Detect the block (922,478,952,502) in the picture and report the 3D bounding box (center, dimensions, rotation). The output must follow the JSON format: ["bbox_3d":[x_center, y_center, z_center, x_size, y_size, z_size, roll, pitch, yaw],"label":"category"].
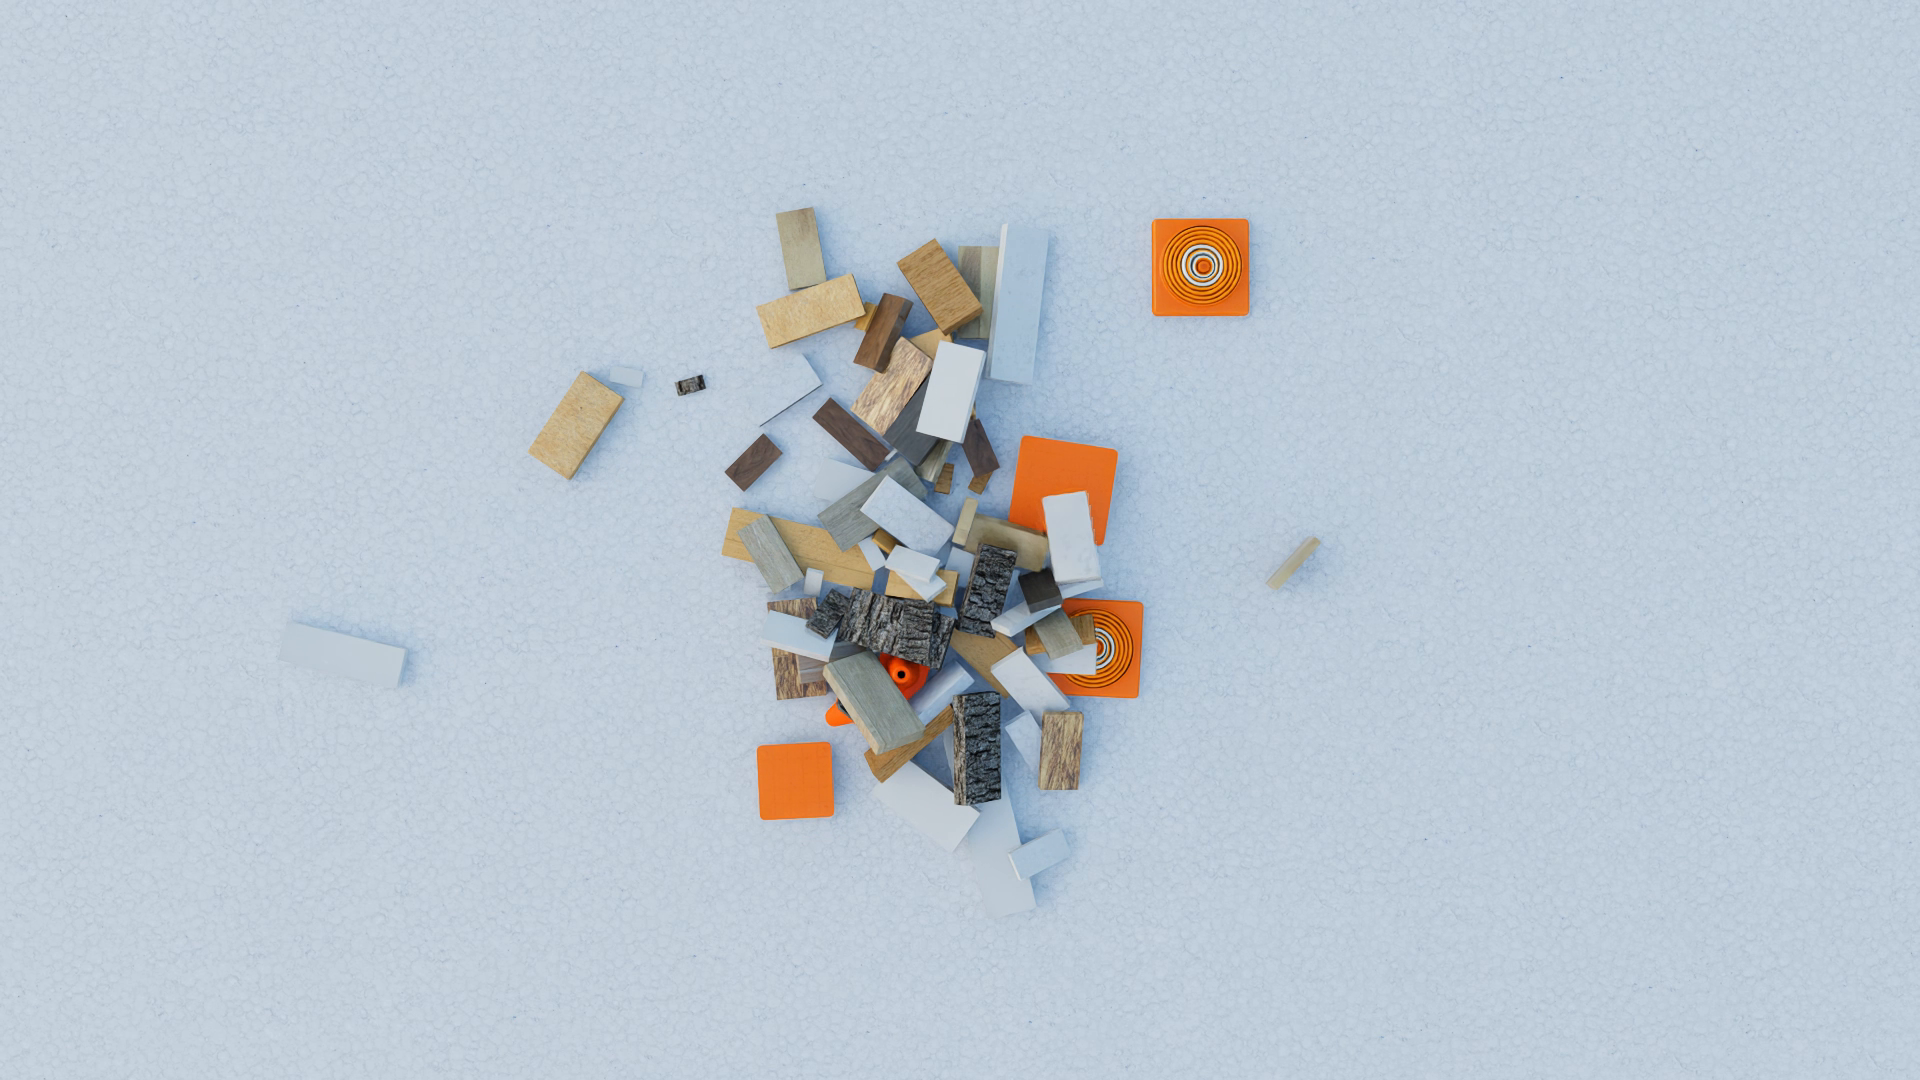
[{"bbox_3d":[-0.075,-0.181,5.493,0.051,0.014,0.102,-41,90,0],"label":"block"}]

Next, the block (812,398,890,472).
[{"bbox_3d":[-0.361,-0.349,5.487,0.271,0.026,0.092,42,90,0],"label":"block"}]

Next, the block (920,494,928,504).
[{"bbox_3d":[-0.156,-0.100,5.479,0.071,0.020,0.142,12,83,4],"label":"block"}]

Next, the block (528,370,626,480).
[{"bbox_3d":[-1.274,-0.380,5.477,0.163,0.046,0.326,34,90,0],"label":"block"}]

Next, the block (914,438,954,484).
[{"bbox_3d":[-0.086,-0.288,5.463,0.092,0.026,0.184,22,90,36],"label":"block"}]

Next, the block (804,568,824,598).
[{"bbox_3d":[-0.485,0.141,5.458,0.054,0.015,0.108,14,132,0],"label":"block"}]

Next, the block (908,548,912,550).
[{"bbox_3d":[-0.140,0.088,5.490,0.071,0.020,0.142,-35,90,0],"label":"block"}]

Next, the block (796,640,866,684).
[{"bbox_3d":[-0.421,0.399,5.447,0.233,0.033,0.117,-7,90,-18],"label":"block"}]

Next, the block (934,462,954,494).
[{"bbox_3d":[-0.053,-0.206,5.480,0.051,0.014,0.102,11,79,-8],"label":"block"}]

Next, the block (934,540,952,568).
[{"bbox_3d":[-0.079,0.014,5.490,0.071,0.020,0.142,-36,90,0],"label":"block"}]

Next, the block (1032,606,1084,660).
[{"bbox_3d":[0.309,0.296,5.357,0.113,0.227,0.032,-20,125,-5],"label":"block"}]

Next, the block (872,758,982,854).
[{"bbox_3d":[-0.110,0.864,5.447,0.333,0.047,0.167,36,98,6],"label":"block"}]

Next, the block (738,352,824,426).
[{"bbox_3d":[-0.597,-0.500,5.482,0.255,0.036,0.127,-34,90,0],"label":"block"}]

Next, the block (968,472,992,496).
[{"bbox_3d":[0.071,-0.206,5.493,0.051,0.014,0.102,27,90,0],"label":"block"}]

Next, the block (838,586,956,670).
[{"bbox_3d":[-0.206,0.291,5.408,0.353,0.050,0.176,17,84,9],"label":"block"}]

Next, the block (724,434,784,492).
[{"bbox_3d":[-0.686,-0.257,5.487,0.184,0.026,0.092,-45,90,0],"label":"block"}]

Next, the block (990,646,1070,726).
[{"bbox_3d":[0.233,0.482,5.423,0.130,0.037,0.260,-34,109,18],"label":"block"}]

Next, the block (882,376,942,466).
[{"bbox_3d":[-0.100,-0.408,5.395,0.153,0.043,0.306,40,98,11],"label":"block"}]

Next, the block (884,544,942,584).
[{"bbox_3d":[-0.154,0.078,5.402,0.166,0.023,0.083,19,60,21],"label":"block"}]

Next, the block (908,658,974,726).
[{"bbox_3d":[-0.098,0.527,5.409,0.302,0.151,0.043,-42,111,-3],"label":"block"}]

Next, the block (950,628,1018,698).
[{"bbox_3d":[0.097,0.369,5.479,0.302,0.043,0.151,44,90,0],"label":"block"}]

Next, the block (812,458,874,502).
[{"bbox_3d":[-0.344,-0.172,5.481,0.264,0.037,0.132,18,90,0],"label":"block"}]

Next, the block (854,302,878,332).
[{"bbox_3d":[-0.312,-0.742,5.481,0.048,0.014,0.095,24,90,33],"label":"block"}]

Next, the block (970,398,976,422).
[{"bbox_3d":[0.007,-0.447,5.487,0.089,0.025,0.178,-1,90,0],"label":"block"}]

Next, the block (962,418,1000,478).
[{"bbox_3d":[0.058,-0.304,5.466,0.089,0.025,0.178,-23,94,2],"label":"block"}]

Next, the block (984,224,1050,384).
[{"bbox_3d":[0.189,-0.777,5.449,0.153,0.043,0.509,6,90,-24],"label":"block"}]

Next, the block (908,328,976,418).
[{"bbox_3d":[-0.065,-0.534,5.433,0.153,0.043,0.306,-18,85,13],"label":"block"}]

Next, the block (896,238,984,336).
[{"bbox_3d":[-0.066,-0.833,5.428,0.152,0.043,0.303,-33,70,0],"label":"block"}]

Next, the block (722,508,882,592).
[{"bbox_3d":[-0.524,0.030,5.477,0.509,0.046,0.163,14,90,0],"label":"block"}]

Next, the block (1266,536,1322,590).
[{"bbox_3d":[1.100,0.076,5.447,0.030,0.106,0.212,43,90,0],"label":"block"}]

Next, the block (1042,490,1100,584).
[{"bbox_3d":[0.360,-0.008,5.378,0.144,0.041,0.288,-8,74,0],"label":"block"}]

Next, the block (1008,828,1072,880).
[{"bbox_3d":[0.264,1.038,5.455,0.195,0.028,0.098,-24,93,-17],"label":"block"}]

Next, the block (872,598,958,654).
[{"bbox_3d":[-0.163,0.255,5.455,0.302,0.043,0.151,-18,80,4],"label":"block"}]

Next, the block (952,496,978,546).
[{"bbox_3d":[0.017,-0.060,5.351,0.042,0.299,0.149,18,90,0],"label":"block"}]

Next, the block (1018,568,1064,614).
[{"bbox_3d":[0.263,0.163,5.391,0.113,0.225,0.032,-17,114,0],"label":"block"}]
